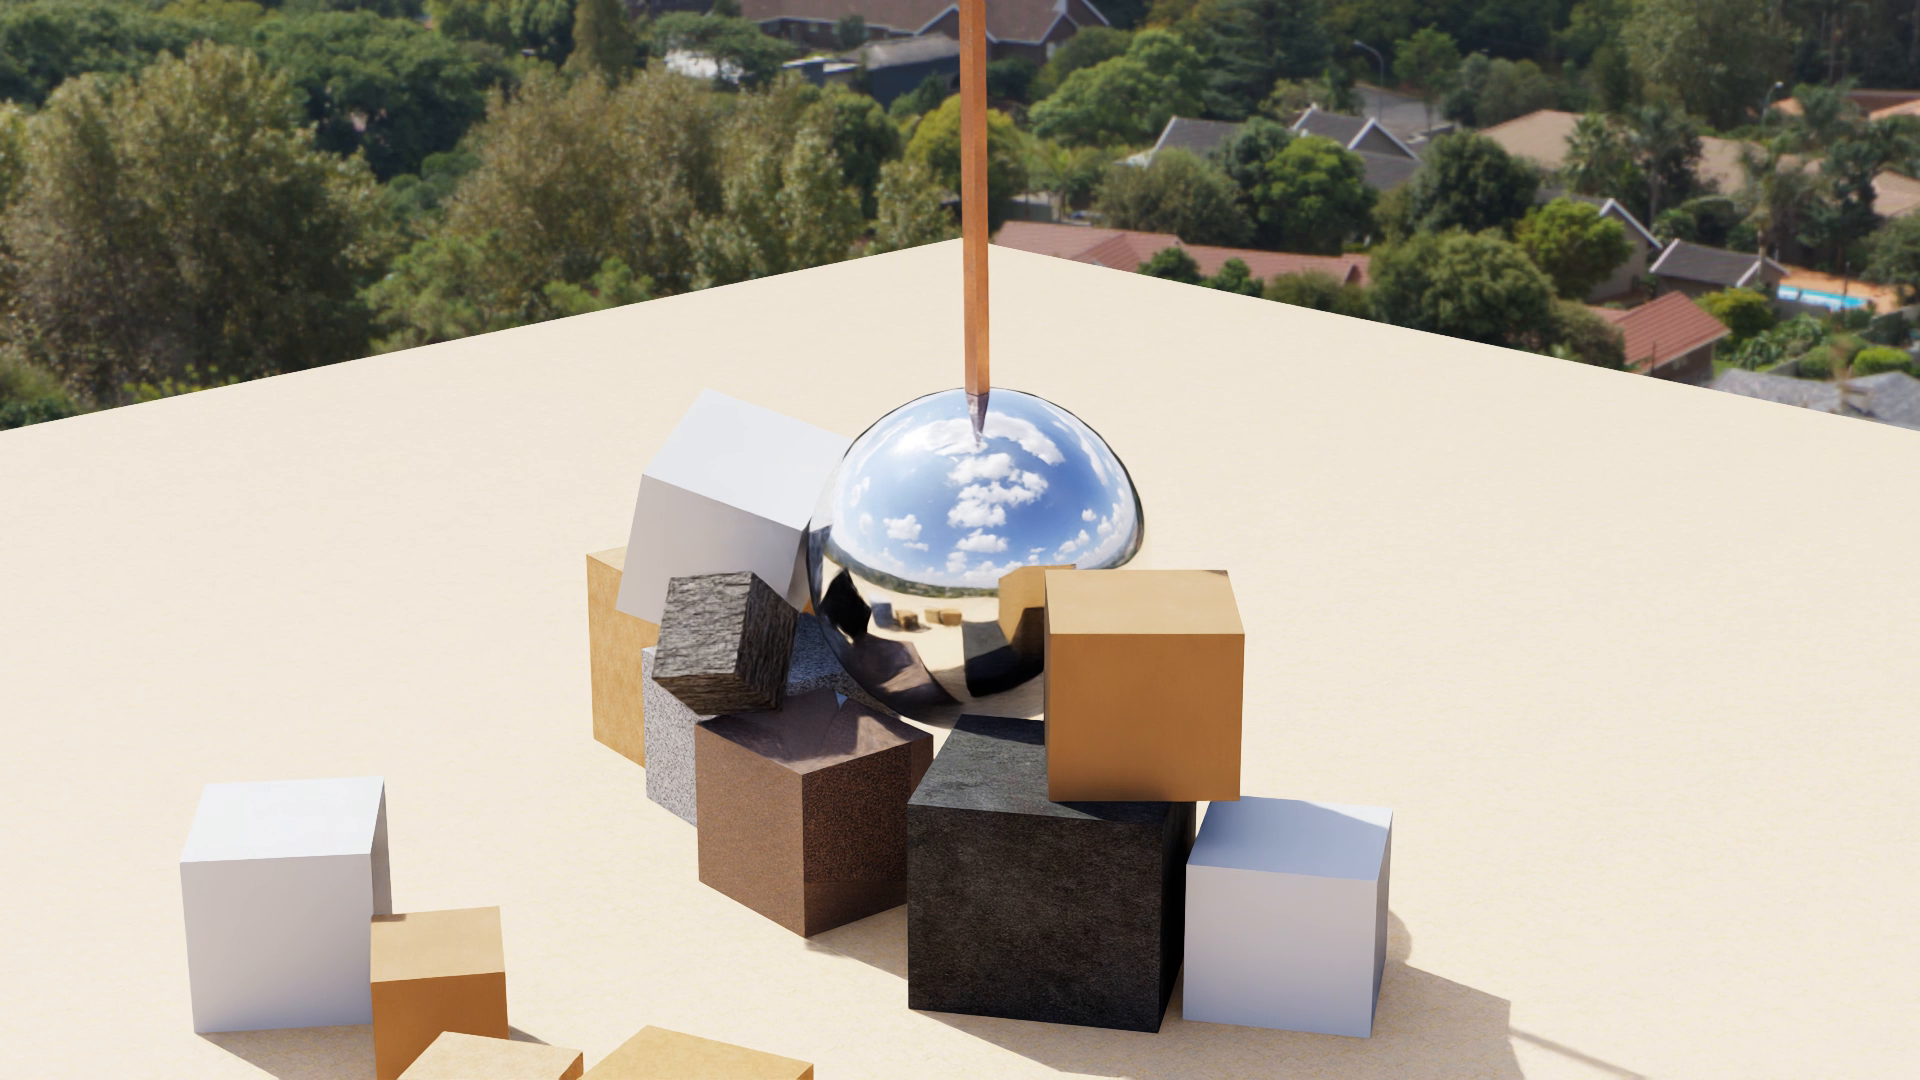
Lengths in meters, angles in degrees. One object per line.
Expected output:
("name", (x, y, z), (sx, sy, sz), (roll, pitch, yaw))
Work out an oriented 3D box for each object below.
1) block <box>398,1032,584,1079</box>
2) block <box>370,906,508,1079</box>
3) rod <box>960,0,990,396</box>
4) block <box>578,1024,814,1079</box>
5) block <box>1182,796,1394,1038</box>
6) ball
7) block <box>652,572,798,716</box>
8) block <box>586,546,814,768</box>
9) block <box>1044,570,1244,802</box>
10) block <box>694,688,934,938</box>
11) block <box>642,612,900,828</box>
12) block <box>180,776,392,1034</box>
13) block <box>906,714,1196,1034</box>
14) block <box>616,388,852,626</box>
("block", (-1.700, 2.163, 10.545), (0.550, 0.551, 0.509), (5, 18, 15))
("block", (-2.060, 1.837, 11.626), (0.511, 0.524, 0.616), (-3, 18, -10))
("rod", (0.040, -3.135, 12.398), (0.080, 5.200, 0.080), (17, 25, 42))
("block", (-0.985, 2.193, 10.401), (0.694, 0.579, 0.693), (8, 19, 25))
("block", (1.375, 1.554, 12.242), (0.768, 0.694, 0.774), (4, 18, 12))
("ball", (0.092, 0.092, 13.467), (1.600, 1.600, 1.600), (0, 17, 0))
("block", (-1.051, 0.469, 13.161), (0.427, 0.491, 0.436), (-5, -28, 26))
("block", (-1.293, 0.572, 14.860), (0.852, 0.997, 0.845), (-13, 21, -35))
("block", (0.749, 0.594, 12.195), (0.775, 0.720, 0.827), (0, 17, 0))
("block", (-0.655, 1.212, 13.206), (0.734, 0.770, 0.801), (-14, 22, -38))
("block", (-0.909, 0.909, 14.169), (0.943, 0.770, 0.828), (-12, 21, -34))
("block", (-2.797, 1.512, 12.270), (0.751, 0.757, 0.832), (-2, 18, -6))
("block", (0.407, 1.387, 12.402), (1.046, 0.917, 1.045), (4, 18, 12))
("block", (-1.067, -0.074, 14.050), (0.792, 0.801, 0.858), (20, 35, 6))
